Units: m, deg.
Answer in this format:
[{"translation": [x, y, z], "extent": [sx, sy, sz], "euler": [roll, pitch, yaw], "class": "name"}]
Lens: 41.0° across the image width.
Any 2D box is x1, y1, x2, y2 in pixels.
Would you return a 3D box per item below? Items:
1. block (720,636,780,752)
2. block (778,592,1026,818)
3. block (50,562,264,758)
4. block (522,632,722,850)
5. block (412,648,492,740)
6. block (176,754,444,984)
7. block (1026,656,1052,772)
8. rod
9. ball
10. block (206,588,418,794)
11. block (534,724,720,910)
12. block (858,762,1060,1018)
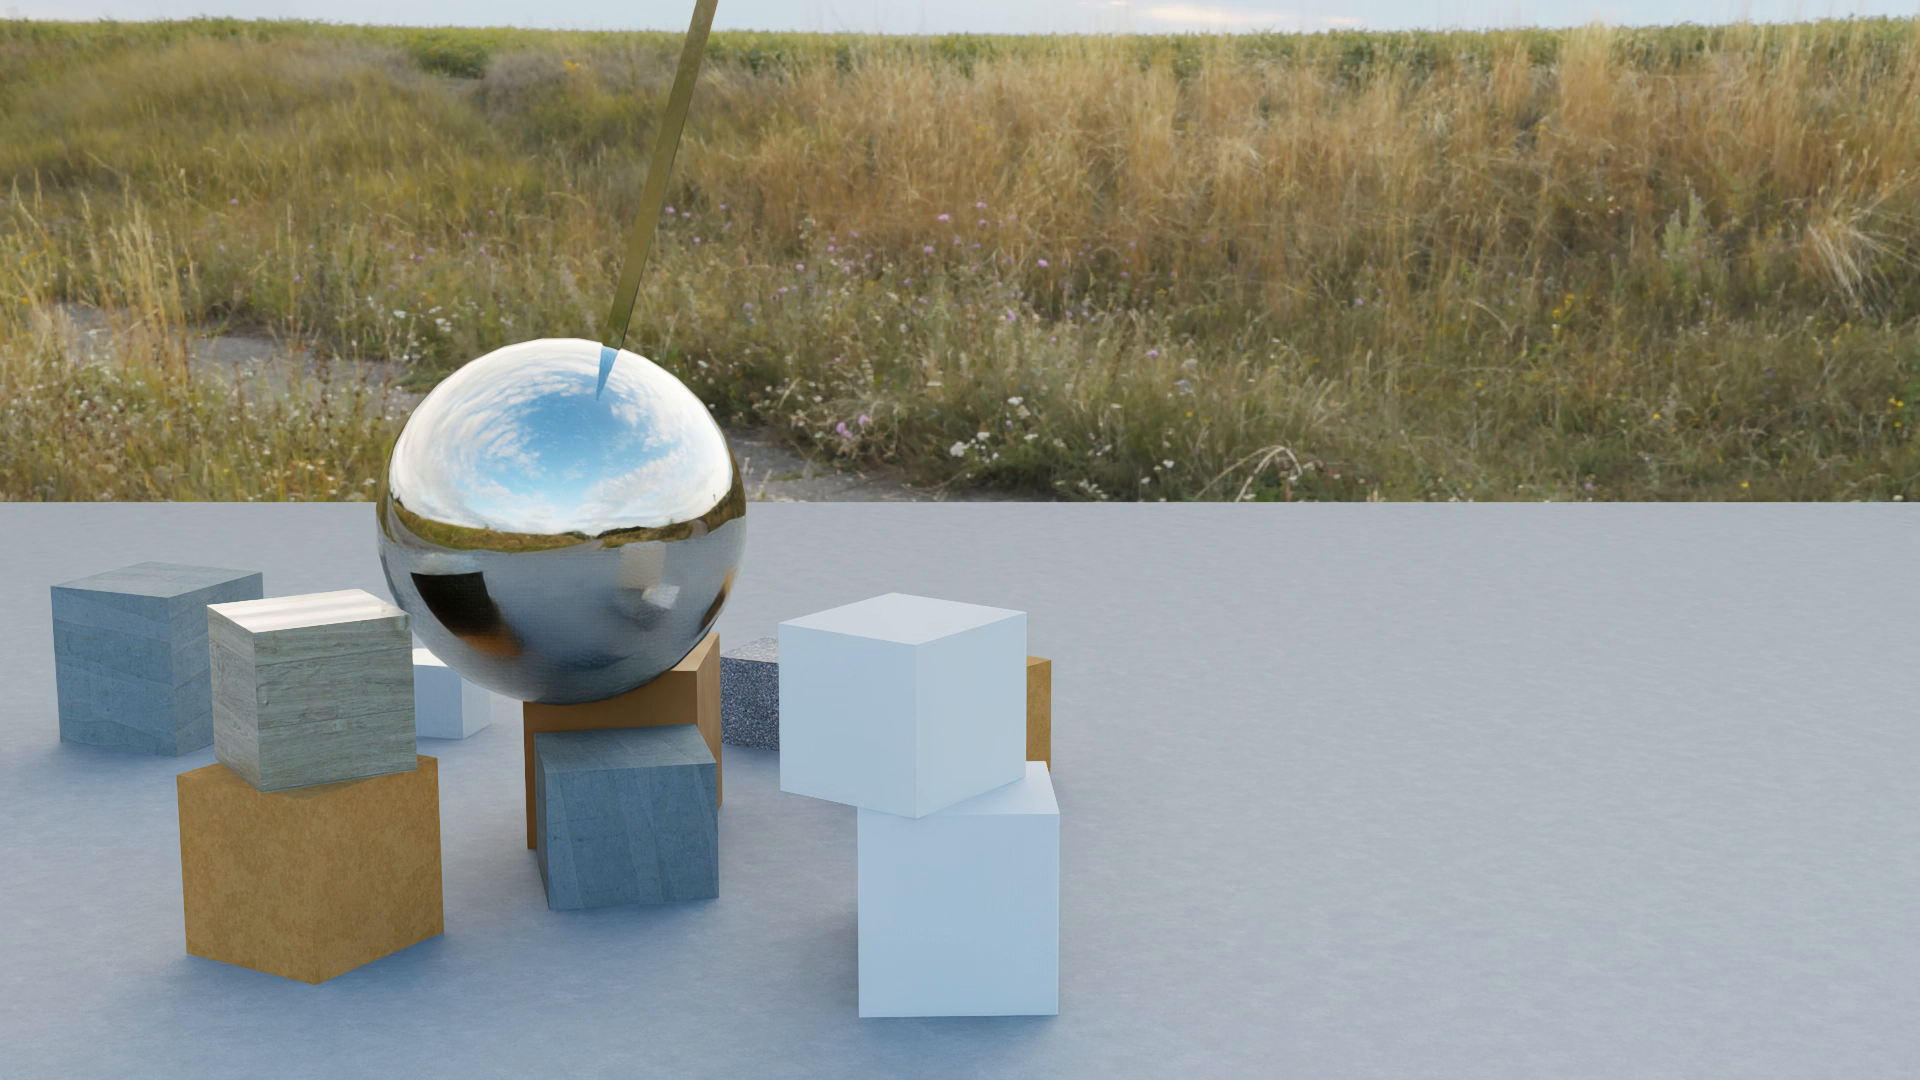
[{"translation": [-0.930, 0.824, 13.708], "extent": [0.551, 0.474, 0.533], "euler": [5, 11, 25], "class": "block"}, {"translation": [-0.216, 0.621, 9.905], "extent": [0.652, 0.658, 0.720], "euler": [7, 13, 35], "class": "block"}, {"translation": [-4.280, 0.624, 13.764], "extent": [0.776, 0.847, 0.756], "euler": [4, 11, 23], "class": "block"}, {"translation": [-1.573, 0.932, 12.077], "extent": [0.796, 0.846, 0.810], "euler": [0, 10, 2], "class": "block"}, {"translation": [-2.818, 0.830, 13.894], "extent": [0.431, 0.396, 0.349], "euler": [3, 11, 15], "class": "block"}, {"translation": [-2.633, 1.281, 10.437], "extent": [0.713, 0.745, 0.734], "euler": [6, 12, 30], "class": "block"}, {"translation": [-0.005, 0.901, 12.974], "extent": [0.666, 0.586, 0.658], "euler": [8, 13, 39], "class": "block"}, {"translation": [-0.748, -3.284, 10.583], "extent": [0.080, 5.200, 0.080], "euler": [16, 10, -3], "class": "rod"}, {"translation": [-1.726, -0.080, 11.166], "extent": [1.600, 1.600, 1.600], "euler": [0, 10, 0], "class": "ball"}, {"translation": [-2.612, 0.595, 10.340], "extent": [0.635, 0.640, 0.610], "euler": [-6, 12, -32], "class": "block"}, {"translation": [-1.472, 1.203, 11.263], "extent": [0.725, 0.603, 0.688], "euler": [-2, 11, -13], "class": "block"}, {"translation": [-0.019, 1.343, 9.976], "extent": [0.753, 0.788, 0.740], "euler": [0, 10, -2], "class": "block"}]
